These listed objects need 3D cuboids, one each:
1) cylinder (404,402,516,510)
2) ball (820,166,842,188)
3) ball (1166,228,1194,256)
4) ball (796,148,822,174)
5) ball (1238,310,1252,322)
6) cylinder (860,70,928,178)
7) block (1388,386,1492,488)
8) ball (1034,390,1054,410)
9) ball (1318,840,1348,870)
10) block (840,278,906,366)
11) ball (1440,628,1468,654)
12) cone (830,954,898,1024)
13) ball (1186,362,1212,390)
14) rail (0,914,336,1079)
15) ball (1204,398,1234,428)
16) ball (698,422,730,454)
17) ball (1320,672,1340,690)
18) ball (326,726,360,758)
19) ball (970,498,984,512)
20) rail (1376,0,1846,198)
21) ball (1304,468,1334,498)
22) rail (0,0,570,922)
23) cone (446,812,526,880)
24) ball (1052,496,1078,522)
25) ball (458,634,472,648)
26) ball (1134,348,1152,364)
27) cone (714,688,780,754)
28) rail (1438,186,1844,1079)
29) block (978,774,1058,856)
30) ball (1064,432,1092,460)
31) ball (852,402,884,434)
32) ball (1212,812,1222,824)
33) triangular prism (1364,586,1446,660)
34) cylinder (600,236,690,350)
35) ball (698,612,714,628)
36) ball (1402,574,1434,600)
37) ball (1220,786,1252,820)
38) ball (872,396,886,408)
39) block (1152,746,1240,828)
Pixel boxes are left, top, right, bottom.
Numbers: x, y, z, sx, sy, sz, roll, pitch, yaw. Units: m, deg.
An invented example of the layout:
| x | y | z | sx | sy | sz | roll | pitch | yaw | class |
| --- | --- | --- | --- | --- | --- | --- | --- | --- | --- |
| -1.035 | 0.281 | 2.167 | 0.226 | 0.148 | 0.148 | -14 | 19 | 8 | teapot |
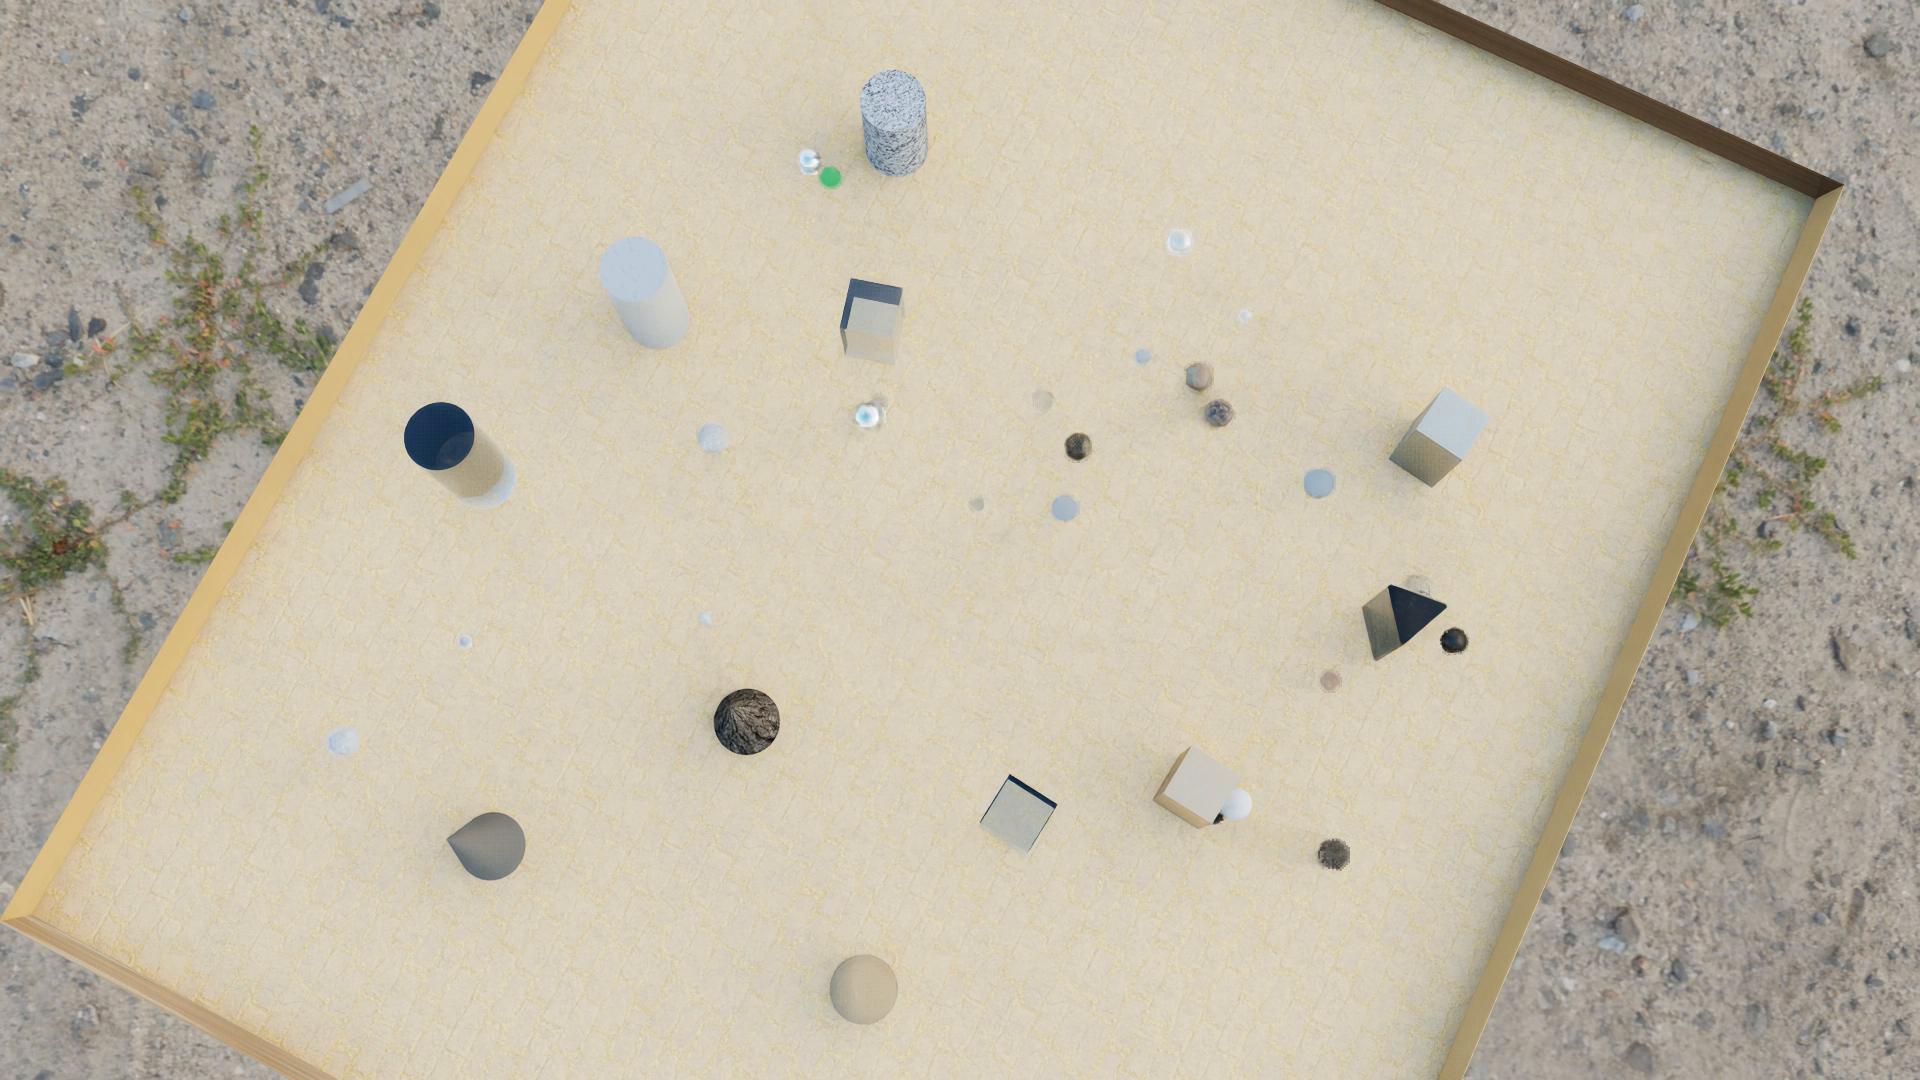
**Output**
| x | y | z | sx | sy | sz | roll | pitch | yaw | class |
| --- | --- | --- | --- | --- | --- | --- | --- | --- | --- |
| -1.469 | -0.242 | 5.412 | 0.200 | 0.499 | 0.200 | 0 | 78 | 0 | cylinder |
| -0.411 | -1.154 | 5.821 | 0.068 | 0.068 | 0.068 | 0 | 78 | 0 | ball |
| 0.693 | -0.937 | 5.767 | 0.086 | 0.086 | 0.086 | 0 | 78 | 0 | ball |
| -0.479 | -1.206 | 5.824 | 0.083 | 0.083 | 0.083 | 0 | 78 | 0 | ball |
| 0.893 | -0.702 | 5.741 | 0.040 | 0.040 | 0.040 | 0 | 78 | 0 | ball |
| -0.202 | -1.293 | 5.707 | 0.200 | 0.348 | 0.200 | 0 | 78 | 0 | cylinder |
| 1.436 | -0.305 | 5.500 | 0.160 | 0.351 | 0.160 | 35 | 80 | 7 | block |
| 0.258 | -0.432 | 5.674 | 0.063 | 0.063 | 0.063 | 0 | 78 | 0 | ball |
| 1.096 | 0.923 | 5.382 | 0.086 | 0.086 | 0.086 | 0 | 78 | 0 | ball |
| -0.265 | -0.665 | 5.611 | 0.160 | 0.280 | 0.160 | 11 | 79 | 2 | block |
| 1.486 | 0.303 | 5.514 | 0.079 | 0.079 | 0.079 | 0 | 78 | 0 | ball |
| -0.281 | 1.269 | 5.142 | 0.200 | 0.415 | 0.200 | 0 | 78 | 0 | cone |
| 0.740 | -0.506 | 5.678 | 0.085 | 0.085 | 0.085 | 0 | 78 | 0 | ball |
| -0.992 | 1.949 | 5.146 | 3.931 | 0.130 | 0.045 | 26 | 80 | 5 | rail |
| 0.799 | -0.391 | 5.651 | 0.091 | 0.091 | 0.091 | 0 | 78 | 0 | ball |
| -0.757 | -0.313 | 5.633 | 0.095 | 0.095 | 0.095 | 0 | 78 | 0 | ball |
| 1.110 | 0.423 | 5.500 | 0.057 | 0.057 | 0.057 | 0 | 78 | 0 | ball |
| -1.835 | 0.601 | 5.444 | 0.095 | 0.095 | 0.095 | 0 | 78 | 0 | ball |
| 0.055 | -0.109 | 5.617 | 0.043 | 0.043 | 0.043 | 0 | 78 | 0 | ball |
| 0.992 | -1.935 | 5.950 | 3.931 | 0.130 | 0.045 | 26 | 80 | 5 | rail |
| 1.097 | -0.174 | 5.605 | 0.094 | 0.094 | 0.094 | 0 | 78 | 0 | ball |
| -1.737 | -0.843 | 5.724 | 0.045 | 0.130 | 4.482 | 26 | 80 | 5 | rail |
| -1.387 | 0.857 | 5.187 | 0.200 | 0.494 | 0.200 | 0 | 78 | 0 | cone |
| 0.320 | -0.096 | 5.595 | 0.081 | 0.081 | 0.081 | 0 | 78 | 0 | ball |
| -1.493 | 0.306 | 5.532 | 0.042 | 0.042 | 0.042 | 0 | 78 | 0 | ball |
| 0.569 | -0.572 | 5.708 | 0.053 | 0.053 | 0.053 | 0 | 78 | 0 | ball |
| -0.640 | 0.502 | 5.294 | 0.200 | 0.428 | 0.200 | 0 | 78 | 0 | cone |
| 1.737 | 0.857 | 5.372 | 0.045 | 0.130 | 4.482 | 26 | 80 | 5 | rail |
| 0.165 | 0.798 | 5.296 | 0.160 | 0.304 | 0.160 | 32 | 80 | 6 | block |
| 0.365 | -0.287 | 5.632 | 0.086 | 0.086 | 0.086 | 0 | 78 | 0 | ball |
| -0.284 | -0.378 | 5.644 | 0.100 | 0.100 | 0.100 | 0 | 78 | 0 | ball |
| 0.755 | 0.819 | 5.425 | 0.044 | 0.044 | 0.044 | 0 | 78 | 0 | ball |
| 1.274 | 0.220 | 5.394 | 0.173 | 0.346 | 0.150 | -39 | 81 | -7 | triangular prism |
| -0.948 | -0.741 | 5.540 | 0.200 | 0.450 | 0.200 | 0 | 78 | 0 | cylinder |
| -0.767 | 0.241 | 5.543 | 0.046 | 0.046 | 0.046 | 0 | 78 | 0 | ball |
| 1.385 | 0.150 | 5.539 | 0.091 | 0.091 | 0.091 | 0 | 78 | 0 | ball |
| 0.811 | 0.778 | 5.405 | 0.099 | 0.099 | 0.099 | 0 | 78 | 0 | ball |
| -0.251 | -0.427 | 5.683 | 0.042 | 0.042 | 0.042 | 0 | 78 | 0 | ball |
| 0.682 | 0.719 | 5.310 | 0.160 | 0.308 | 0.160 | 32 | 80 | 6 | block |
